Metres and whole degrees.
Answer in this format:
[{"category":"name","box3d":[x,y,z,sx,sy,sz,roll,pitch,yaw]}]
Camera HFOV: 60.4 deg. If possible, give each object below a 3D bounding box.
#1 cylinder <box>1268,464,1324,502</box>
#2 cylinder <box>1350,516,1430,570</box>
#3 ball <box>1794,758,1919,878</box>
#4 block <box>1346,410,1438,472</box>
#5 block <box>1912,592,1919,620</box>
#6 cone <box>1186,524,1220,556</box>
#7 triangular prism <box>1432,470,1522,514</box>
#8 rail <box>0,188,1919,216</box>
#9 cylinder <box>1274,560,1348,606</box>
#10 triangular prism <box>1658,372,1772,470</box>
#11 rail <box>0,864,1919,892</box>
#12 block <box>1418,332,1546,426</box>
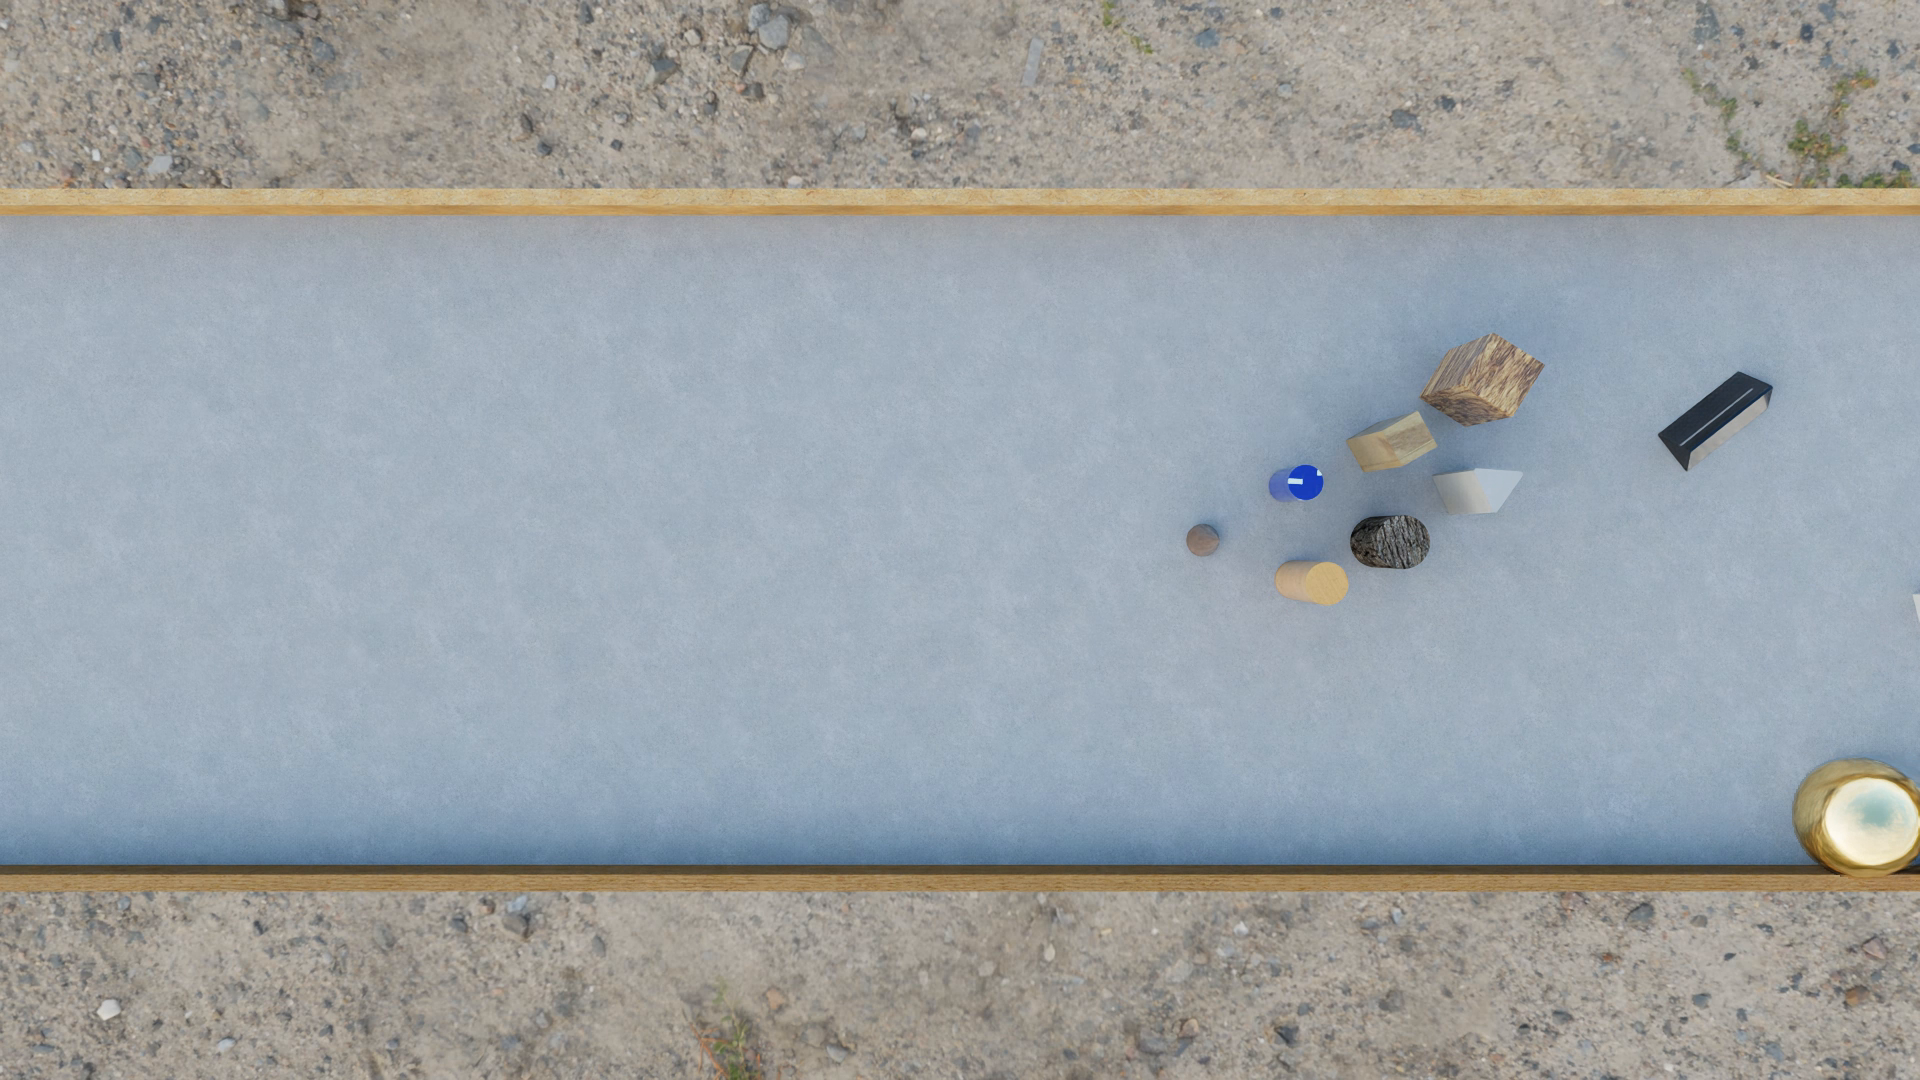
[{"category":"cylinder","box3d":[1.001,-0.167,4.925,0.102,0.302,0.102,0,90,0]},{"category":"cylinder","box3d":[1.279,0.006,4.919,0.157,0.314,0.157,0,90,0]},{"category":"ball","box3d":[2.675,0.824,4.899,0.356,0.356,0.356,0,90,0]},{"category":"block","box3d":[1.264,-0.285,4.855,0.115,0.443,0.115,-30,90,0]},{"category":"block","box3d":[3.093,0.179,5.025,0.307,0.104,0.104,-15,90,0]},{"category":"cone","box3d":[0.747,0.001,4.908,0.101,0.336,0.101,0,90,0]},{"category":"triangular prism","box3d":[1.502,-0.166,4.868,0.118,0.418,0.136,35,90,0]},{"category":"rail","box3d":[-2.247,-1.025,5.002,12.000,0.150,0.050,0,90,0]},{"category":"cylinder","box3d":[1.029,0.122,4.850,0.121,0.452,0.121,0,90,0]},{"category":"triangular prism","box3d":[2.314,-0.364,5.011,0.314,0.124,0.144,-38,90,0]},{"category":"rail","box3d":[-2.247,1.025,5.001,12.000,0.150,0.050,0,90,0]},{"category":"block","box3d":[1.529,-0.466,4.859,0.172,0.435,0.172,32,90,0]}]
